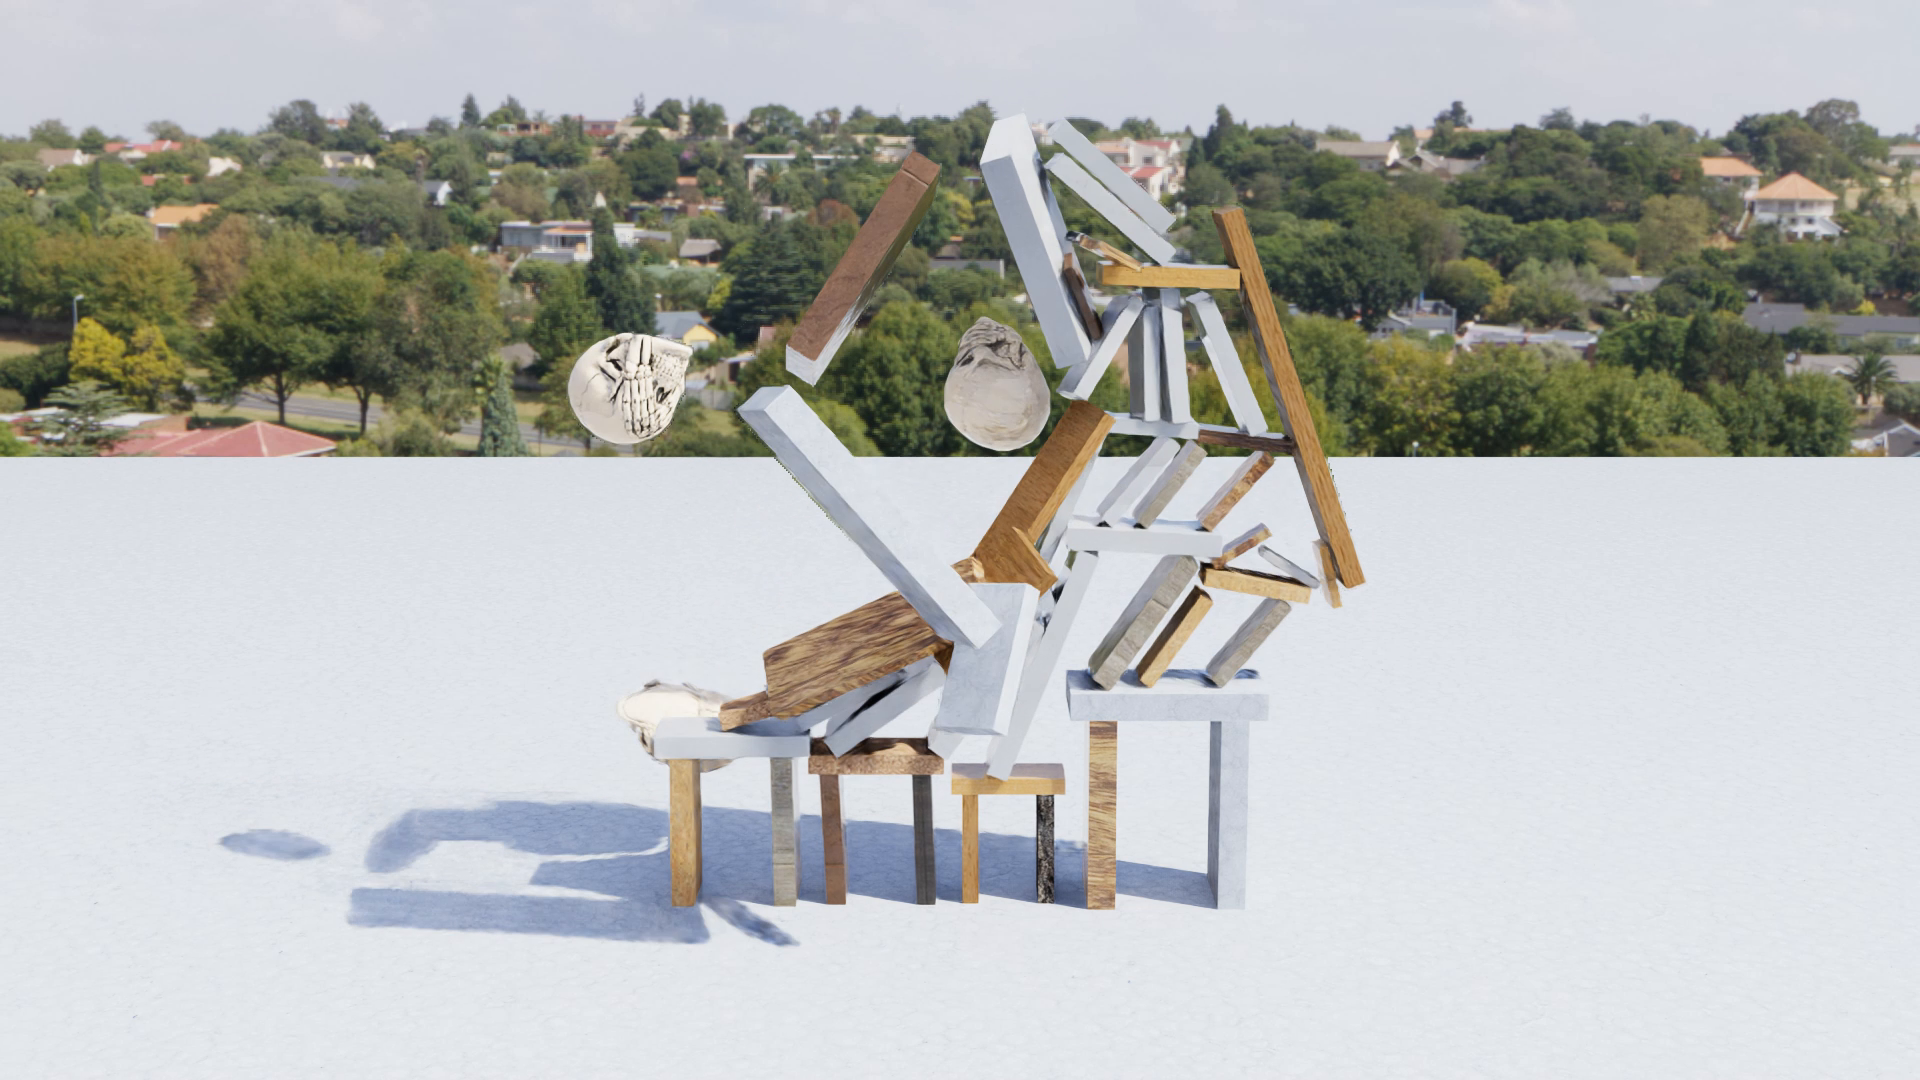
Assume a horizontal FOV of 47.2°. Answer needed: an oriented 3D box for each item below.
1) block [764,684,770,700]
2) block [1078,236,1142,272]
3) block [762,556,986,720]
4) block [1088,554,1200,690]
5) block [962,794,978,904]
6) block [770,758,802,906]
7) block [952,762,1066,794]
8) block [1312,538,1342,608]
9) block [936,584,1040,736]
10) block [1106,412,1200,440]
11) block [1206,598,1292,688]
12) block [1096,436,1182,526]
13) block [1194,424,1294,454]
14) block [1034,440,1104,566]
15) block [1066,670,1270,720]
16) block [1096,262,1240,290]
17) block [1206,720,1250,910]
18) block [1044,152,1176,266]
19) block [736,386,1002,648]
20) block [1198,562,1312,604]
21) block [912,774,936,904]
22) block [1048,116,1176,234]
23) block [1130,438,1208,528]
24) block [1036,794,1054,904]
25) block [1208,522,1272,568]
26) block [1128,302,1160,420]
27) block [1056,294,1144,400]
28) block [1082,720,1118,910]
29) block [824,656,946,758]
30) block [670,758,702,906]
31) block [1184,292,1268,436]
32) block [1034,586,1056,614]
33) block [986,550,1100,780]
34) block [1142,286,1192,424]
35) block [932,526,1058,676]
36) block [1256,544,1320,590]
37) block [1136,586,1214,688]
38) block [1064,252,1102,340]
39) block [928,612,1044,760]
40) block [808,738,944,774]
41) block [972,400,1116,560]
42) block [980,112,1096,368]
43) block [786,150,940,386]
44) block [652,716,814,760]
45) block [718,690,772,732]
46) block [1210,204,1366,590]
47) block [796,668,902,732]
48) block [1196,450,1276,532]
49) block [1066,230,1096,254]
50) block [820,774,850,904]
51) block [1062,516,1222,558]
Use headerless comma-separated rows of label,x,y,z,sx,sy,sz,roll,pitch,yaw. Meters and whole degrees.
block,-0.222,0.216,3.607,0.182,0.026,0.091,-15,9,9
block,0.229,-0.438,3.356,0.096,0.014,0.048,21,3,-42
block,-0.134,0.158,3.469,0.409,0.113,0.032,-25,-30,24
block,0.297,0.123,3.583,0.035,0.247,0.123,34,8,-6
block,0.017,0.499,3.650,0.026,0.186,0.093,0,11,0
block,-0.288,0.466,3.646,0.036,0.252,0.126,-1,11,0
block,0.079,0.394,3.631,0.186,0.026,0.093,0,11,0
block,0.597,0.055,3.582,0.015,0.105,0.053,-16,13,-2
block,0.041,0.177,3.278,0.113,0.227,0.032,-1,-23,40
block,0.292,-0.185,3.528,0.169,0.024,0.085,4,10,-4
block,0.470,0.160,3.588,0.024,0.171,0.085,39,8,-7
block,0.286,-0.099,3.543,0.024,0.169,0.085,39,6,-9
block,0.454,-0.163,3.536,0.155,0.022,0.077,7,10,-3
block,0.169,-0.059,3.551,0.024,0.256,0.085,23,8,-5
block,0.337,0.254,3.609,0.319,0.045,0.159,0,11,0
block,0.326,-0.418,3.464,0.213,0.030,0.107,2,11,-2
block,0.443,0.433,3.642,0.045,0.319,0.159,0,11,0
block,0.233,-0.518,3.440,0.230,0.033,0.115,39,6,-10
block,-0.132,-0.033,3.171,0.050,0.461,0.177,-44,15,-11
block,0.478,0.069,3.573,0.171,0.024,0.086,10,10,-2
block,-0.059,0.481,3.649,0.031,0.221,0.111,-2,11,0
block,0.235,-0.569,3.427,0.230,0.033,0.115,40,10,-9
block,0.337,-0.091,3.545,0.022,0.155,0.077,37,7,-9
block,0.141,0.499,3.650,0.026,0.186,0.093,0,11,0
block,0.454,0.009,3.567,0.105,0.015,0.053,-31,9,3
block,0.294,-0.285,3.504,0.025,0.179,0.090,-4,11,-11
block,0.222,-0.304,3.475,0.025,0.179,0.090,32,-4,-16
block,0.231,0.433,3.642,0.045,0.319,0.159,0,11,0
block,-0.101,0.249,3.602,0.268,0.038,0.134,-35,9,6
block,-0.454,0.466,3.646,0.036,0.252,0.126,0,11,0
block,0.424,-0.281,3.504,0.030,0.230,0.107,-24,11,2
block,0.019,0.113,3.578,0.268,0.038,0.134,-15,10,3
block,0.133,0.193,3.595,0.035,0.398,0.123,21,10,-4
block,0.328,-0.300,3.503,0.030,0.213,0.107,-9,12,-10
block,0.039,0.099,3.416,0.032,0.227,0.113,27,21,-50
block,0.534,0.044,3.571,0.105,0.015,0.053,31,9,-6
block,0.349,0.157,3.587,0.024,0.171,0.086,34,9,-6
block,0.192,-0.380,3.433,0.014,0.135,0.048,-17,34,14
block,0.042,0.227,3.597,0.038,0.268,0.134,35,9,-6
block,-0.137,0.356,3.626,0.221,0.031,0.111,0,10,0
block,0.119,-0.063,3.474,0.025,0.351,0.090,31,5,-36
block,0.125,-0.463,3.414,0.050,0.355,0.177,-14,28,17
block,-0.149,-0.412,3.355,0.050,0.355,0.177,32,-9,1
block,-0.371,0.324,3.618,0.252,0.036,0.126,-1,10,-1
block,-0.305,0.266,3.619,0.182,0.026,0.091,-17,9,0
block,0.526,-0.229,3.518,0.033,0.633,0.115,-20,11,2
block,-0.182,0.251,3.610,0.182,0.026,0.091,-28,9,5
block,0.444,-0.083,3.548,0.022,0.155,0.077,41,8,-7
block,0.216,-0.458,3.442,0.096,0.014,0.048,22,2,-23
block,-0.208,0.480,3.650,0.031,0.221,0.111,-3,11,0
block,0.293,-0.007,3.559,0.247,0.035,0.123,3,10,-2
